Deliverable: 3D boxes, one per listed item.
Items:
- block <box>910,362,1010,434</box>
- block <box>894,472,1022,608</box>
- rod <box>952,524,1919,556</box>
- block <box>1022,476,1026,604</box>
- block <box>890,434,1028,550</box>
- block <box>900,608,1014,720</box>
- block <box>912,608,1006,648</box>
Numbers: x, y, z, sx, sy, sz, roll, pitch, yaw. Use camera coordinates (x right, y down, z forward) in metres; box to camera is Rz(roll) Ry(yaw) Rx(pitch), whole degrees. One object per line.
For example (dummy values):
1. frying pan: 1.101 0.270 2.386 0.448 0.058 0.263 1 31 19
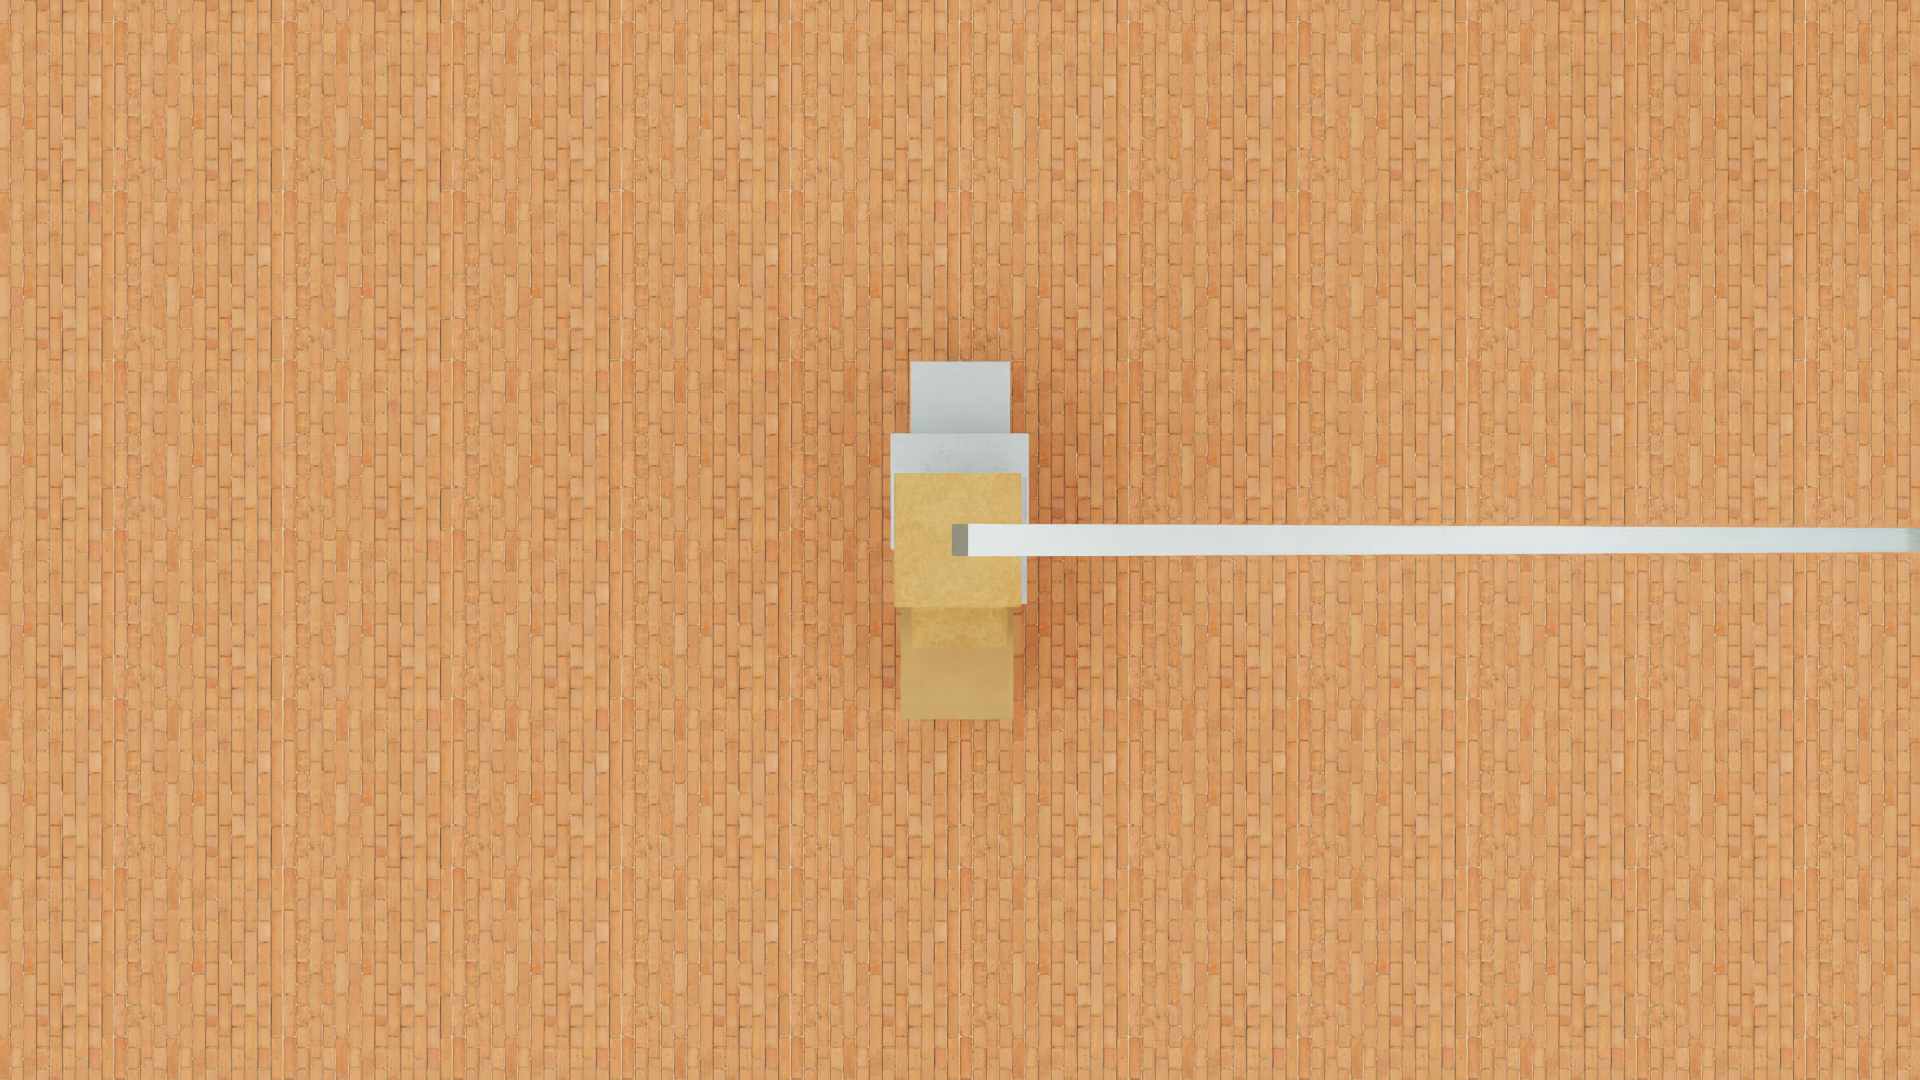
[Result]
1. block: 0.002 -0.730 12.699 0.559 0.602 0.550 0 90 0
2. block: -0.011 0.000 10.692 0.602 0.558 0.635 0 90 0
3. rod: 2.234 0.000 6.778 5.200 0.080 0.080 0 90 -31
4. block: 0.014 0.000 11.268 0.639 0.594 0.634 0 90 0
5. block: -0.001 -0.255 11.938 0.727 0.746 0.609 0 90 0
6. block: -0.016 0.642 12.672 0.632 0.656 0.727 0 90 0
7. block: -0.006 0.319 12.057 0.511 0.512 0.501 0 92 0
